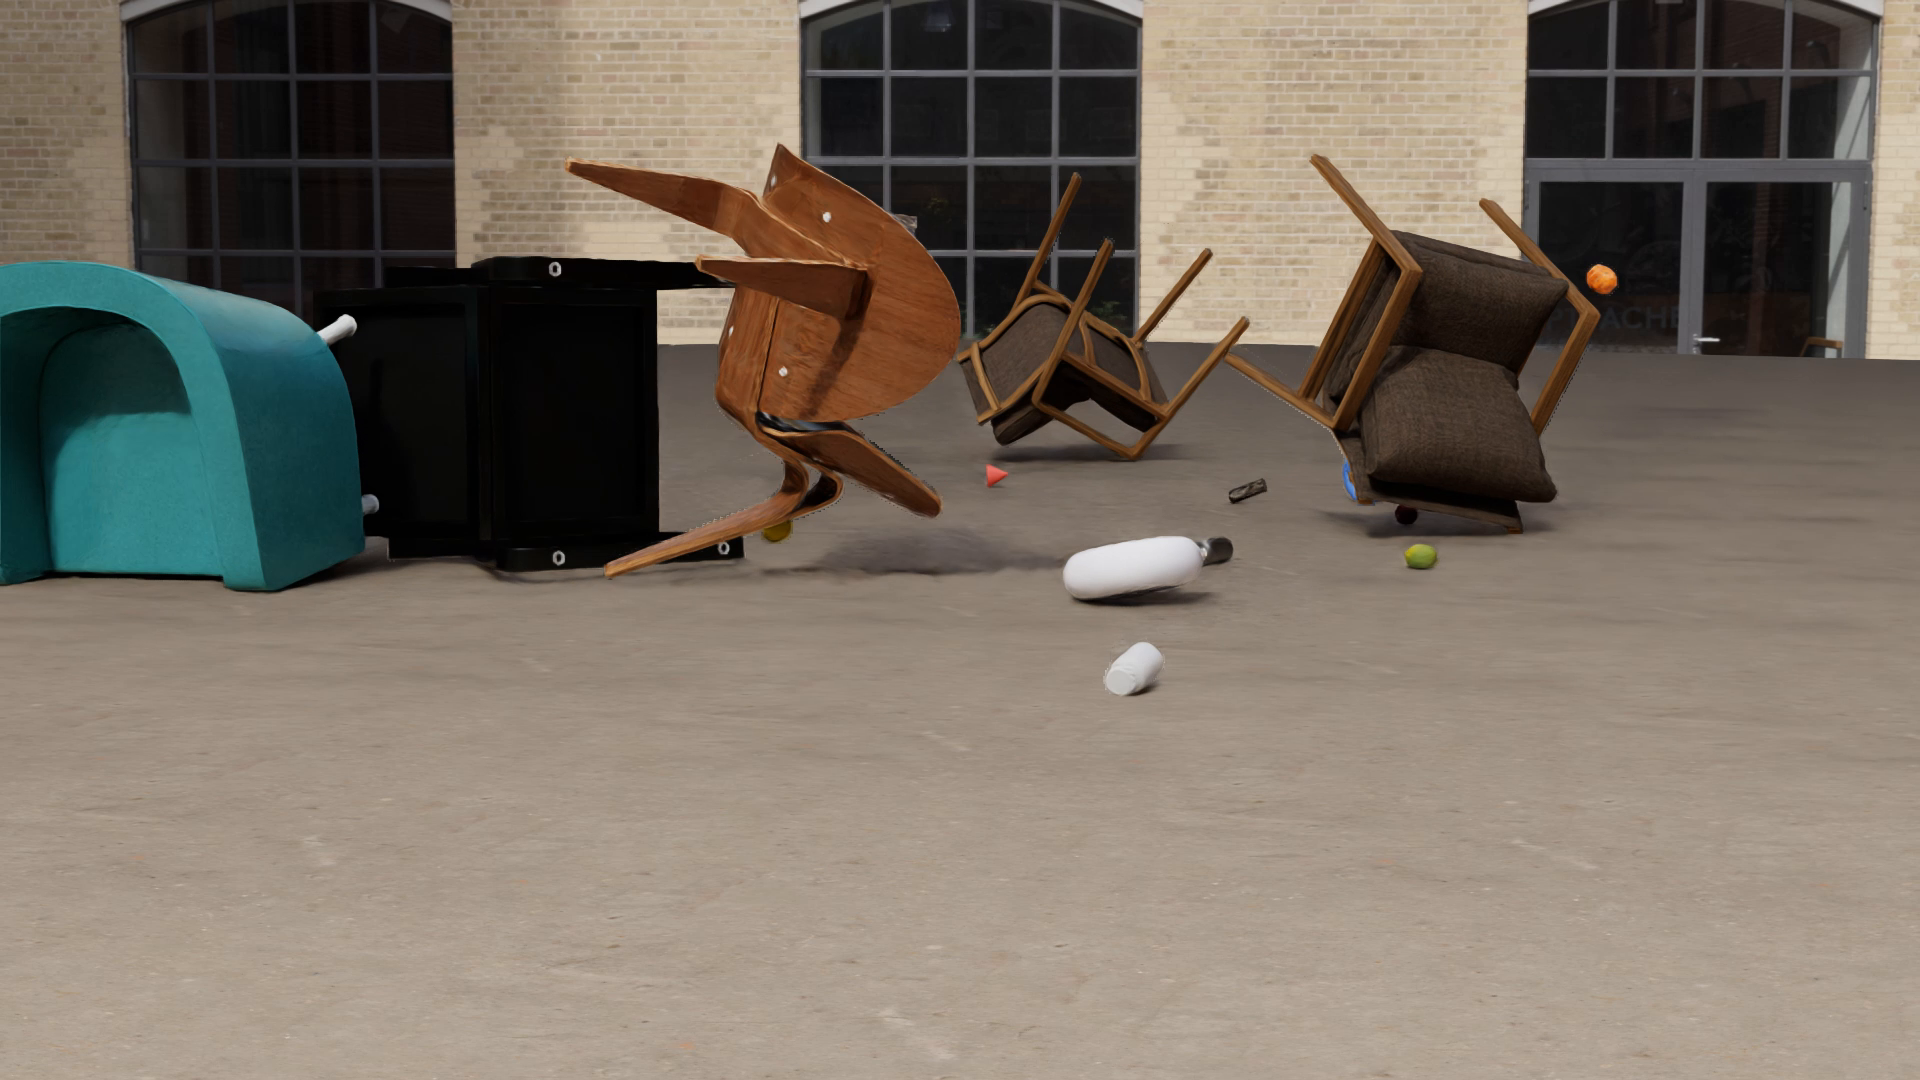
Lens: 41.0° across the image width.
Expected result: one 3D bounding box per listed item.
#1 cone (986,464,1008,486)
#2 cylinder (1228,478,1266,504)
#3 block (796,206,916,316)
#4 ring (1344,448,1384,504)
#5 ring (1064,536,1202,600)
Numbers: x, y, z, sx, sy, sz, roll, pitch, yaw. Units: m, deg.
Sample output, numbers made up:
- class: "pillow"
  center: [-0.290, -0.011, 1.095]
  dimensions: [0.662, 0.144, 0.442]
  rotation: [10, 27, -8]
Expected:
- class: "cone"
  center: [0.120, -0.204, 8.003]
  dimensions: [0.070, 0.076, 0.082]
  rotation: [-3, 3, -1]
- class: "cylinder"
  center: [0.833, -0.142, 7.427]
  dimensions: [0.102, 0.039, 0.077]
  rotation: [-20, 3, 15]
- class: "block"
  center: [-0.305, -0.814, 7.524]
  dimensions: [0.265, 0.292, 0.212]
  rotation: [2, 3, -42]
- class: "ring"
  center: [1.169, -0.185, 7.441]
  dimensions: [0.051, 0.165, 0.157]
  rotation: [-8, -28, -27]
- class: "ring"
  center: [0.349, 0.057, 5.190]
  dimensions: [0.286, 0.100, 0.281]
  rotation: [-12, -5, 34]
